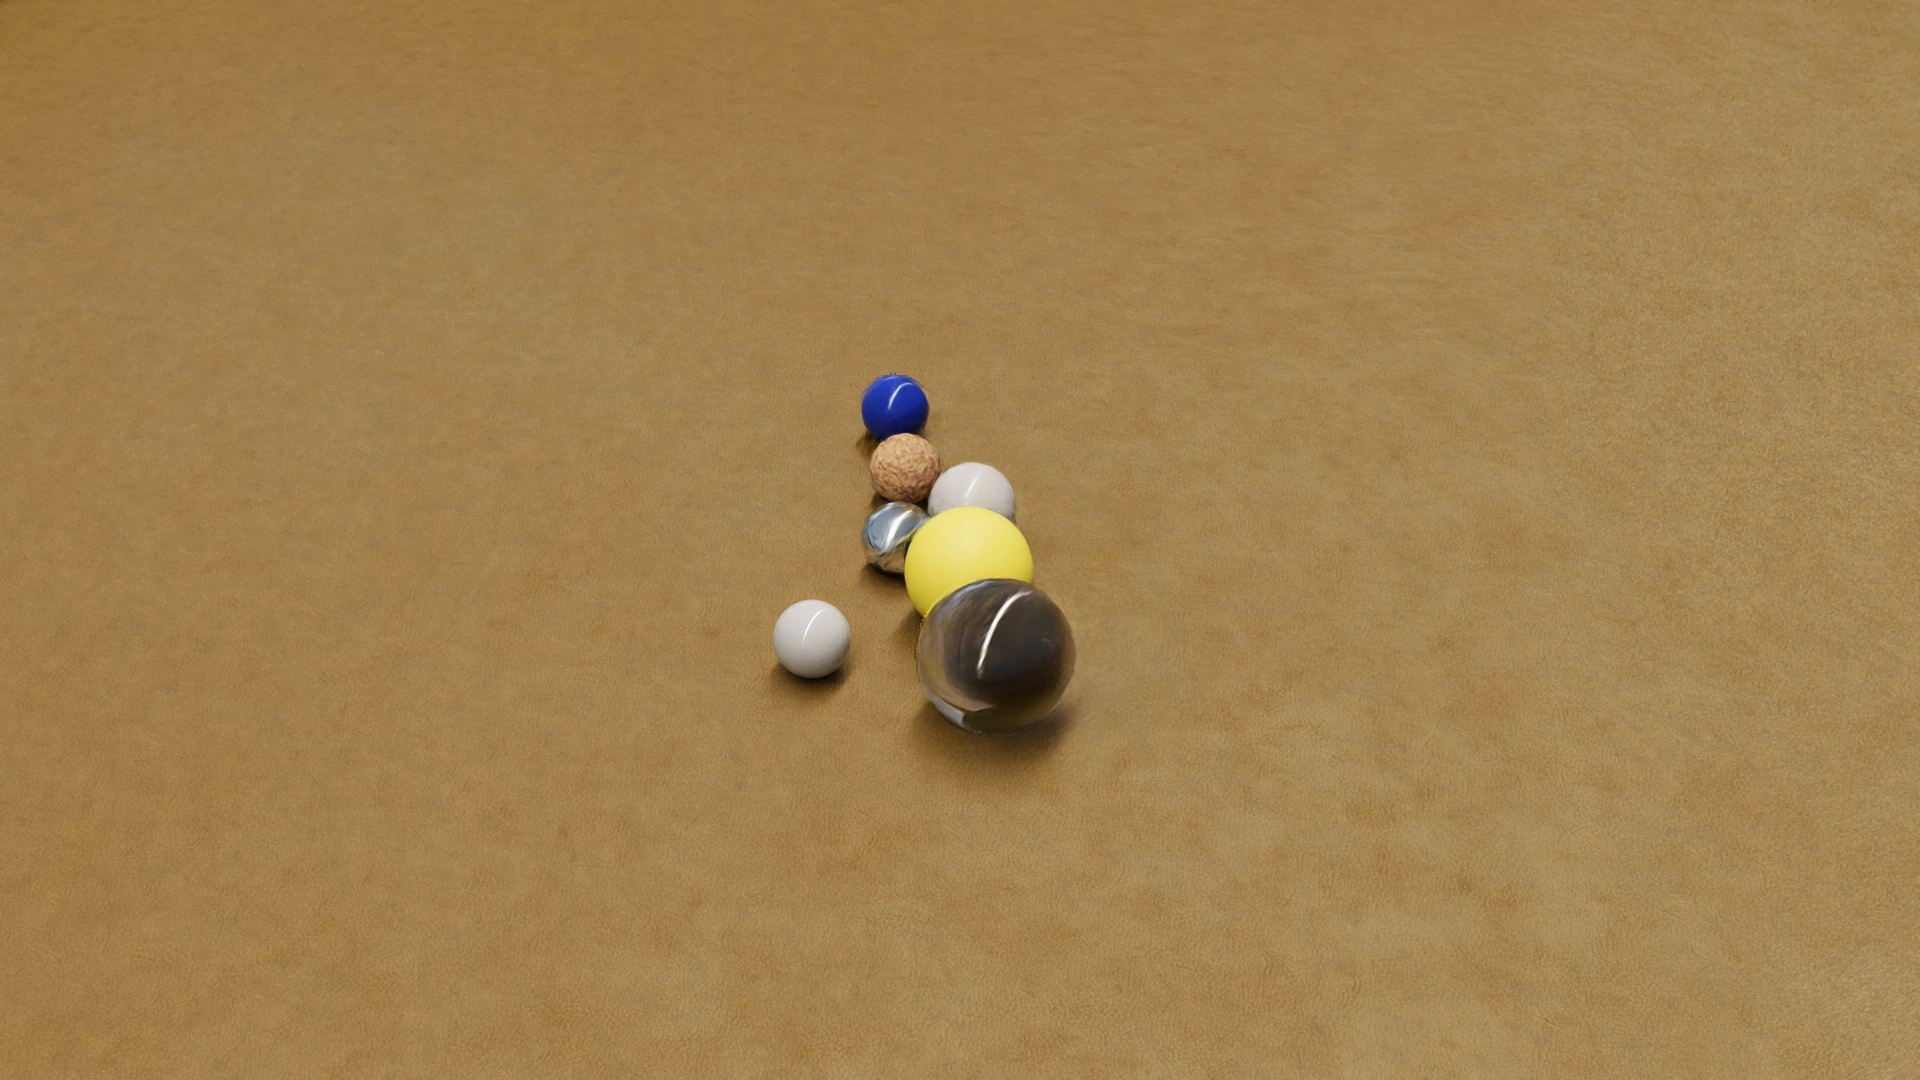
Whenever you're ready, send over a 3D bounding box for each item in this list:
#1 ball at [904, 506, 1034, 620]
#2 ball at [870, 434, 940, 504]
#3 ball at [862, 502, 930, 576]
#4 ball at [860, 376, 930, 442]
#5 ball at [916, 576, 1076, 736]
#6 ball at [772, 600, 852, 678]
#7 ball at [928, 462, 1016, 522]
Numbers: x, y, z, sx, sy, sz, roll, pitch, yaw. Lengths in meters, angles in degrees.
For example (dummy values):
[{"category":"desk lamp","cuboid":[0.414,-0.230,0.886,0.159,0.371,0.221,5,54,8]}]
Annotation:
[{"category":"ball","cuboid":[0.006,0.020,1.615,0.082,0.082,0.082,0,36,0]},{"category":"ball","cuboid":[-0.037,-0.048,1.737,0.048,0.048,0.048,0,36,0]},{"category":"ball","cuboid":[-0.040,-0.001,1.672,0.049,0.049,0.049,0,36,0]},{"category":"ball","cuboid":[-0.046,-0.091,1.796,0.048,0.048,0.048,0,36,0]},{"category":"ball","cuboid":[0.022,0.069,1.535,0.096,0.096,0.096,0,36,0]},{"category":"ball","cuboid":[-0.091,0.061,1.586,0.049,0.049,0.049,0,36,0]},{"category":"ball","cuboid":[0.008,-0.022,1.693,0.058,0.058,0.058,0,36,0]}]
